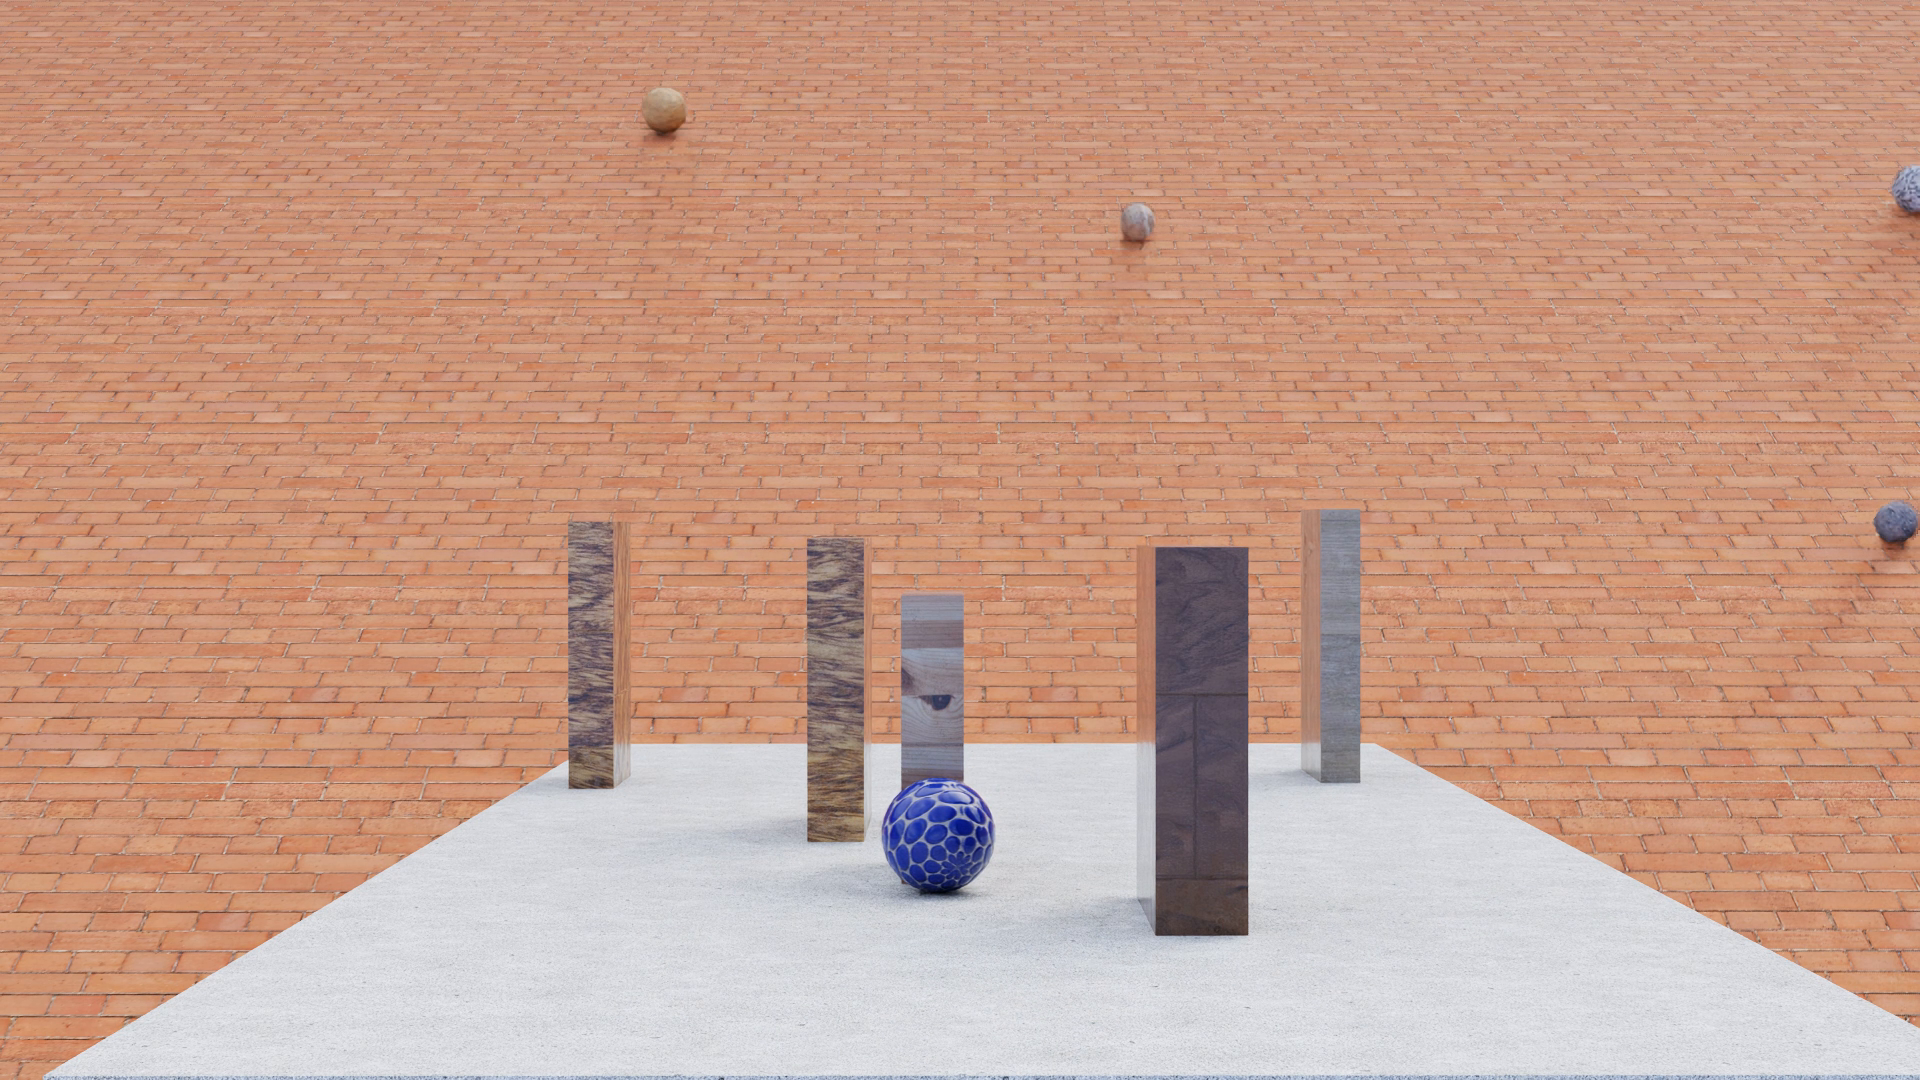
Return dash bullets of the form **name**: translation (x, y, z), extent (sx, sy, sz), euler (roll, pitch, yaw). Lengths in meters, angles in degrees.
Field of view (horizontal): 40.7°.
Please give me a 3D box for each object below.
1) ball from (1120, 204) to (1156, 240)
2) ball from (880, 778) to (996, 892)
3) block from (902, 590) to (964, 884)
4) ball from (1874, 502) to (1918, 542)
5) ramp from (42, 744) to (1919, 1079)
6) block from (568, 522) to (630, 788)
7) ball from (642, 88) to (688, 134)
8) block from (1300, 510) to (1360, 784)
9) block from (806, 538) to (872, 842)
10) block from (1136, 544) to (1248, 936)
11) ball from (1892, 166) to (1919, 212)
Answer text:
- **ball**: translation (0.671, -1.202, 9.775), extent (0.138, 0.138, 0.138), euler (0, 29, 0)
- **ball**: translation (-0.033, 0.450, 3.943), extent (0.175, 0.175, 0.175), euler (0, 29, 0)
- **block**: translation (-0.043, 0.311, 4.176), extent (0.098, 0.451, 0.292), euler (0, 0, 0)
- **ball**: translation (2.795, -0.053, 7.722), extent (0.122, 0.122, 0.122), euler (0, 29, 0)
- **ramp**: translation (0.065, 0.584, 4.631), extent (2.000, 0.100, 4.000), euler (0, 0, 0)
- **block**: translation (-0.785, 0.244, 5.640), extent (0.096, 0.569, 0.292), euler (0, 0, 0)
- **ball**: translation (-1.233, -1.793, 10.789), extent (0.189, 0.189, 0.189), euler (0, 29, 0)
- **block**: translation (0.826, 0.229, 5.774), extent (0.086, 0.595, 0.325), euler (0, 0, 0)
- **block**: translation (-0.220, 0.264, 4.774), extent (0.101, 0.537, 0.408), euler (0, 0, 0)
- **block**: translation (0.330, 0.274, 3.711), extent (0.127, 0.530, 0.373), euler (0, 0, 0)
- **ball**: translation (3.707, -1.359, 10.016), extent (0.180, 0.180, 0.180), euler (0, 29, 0)
